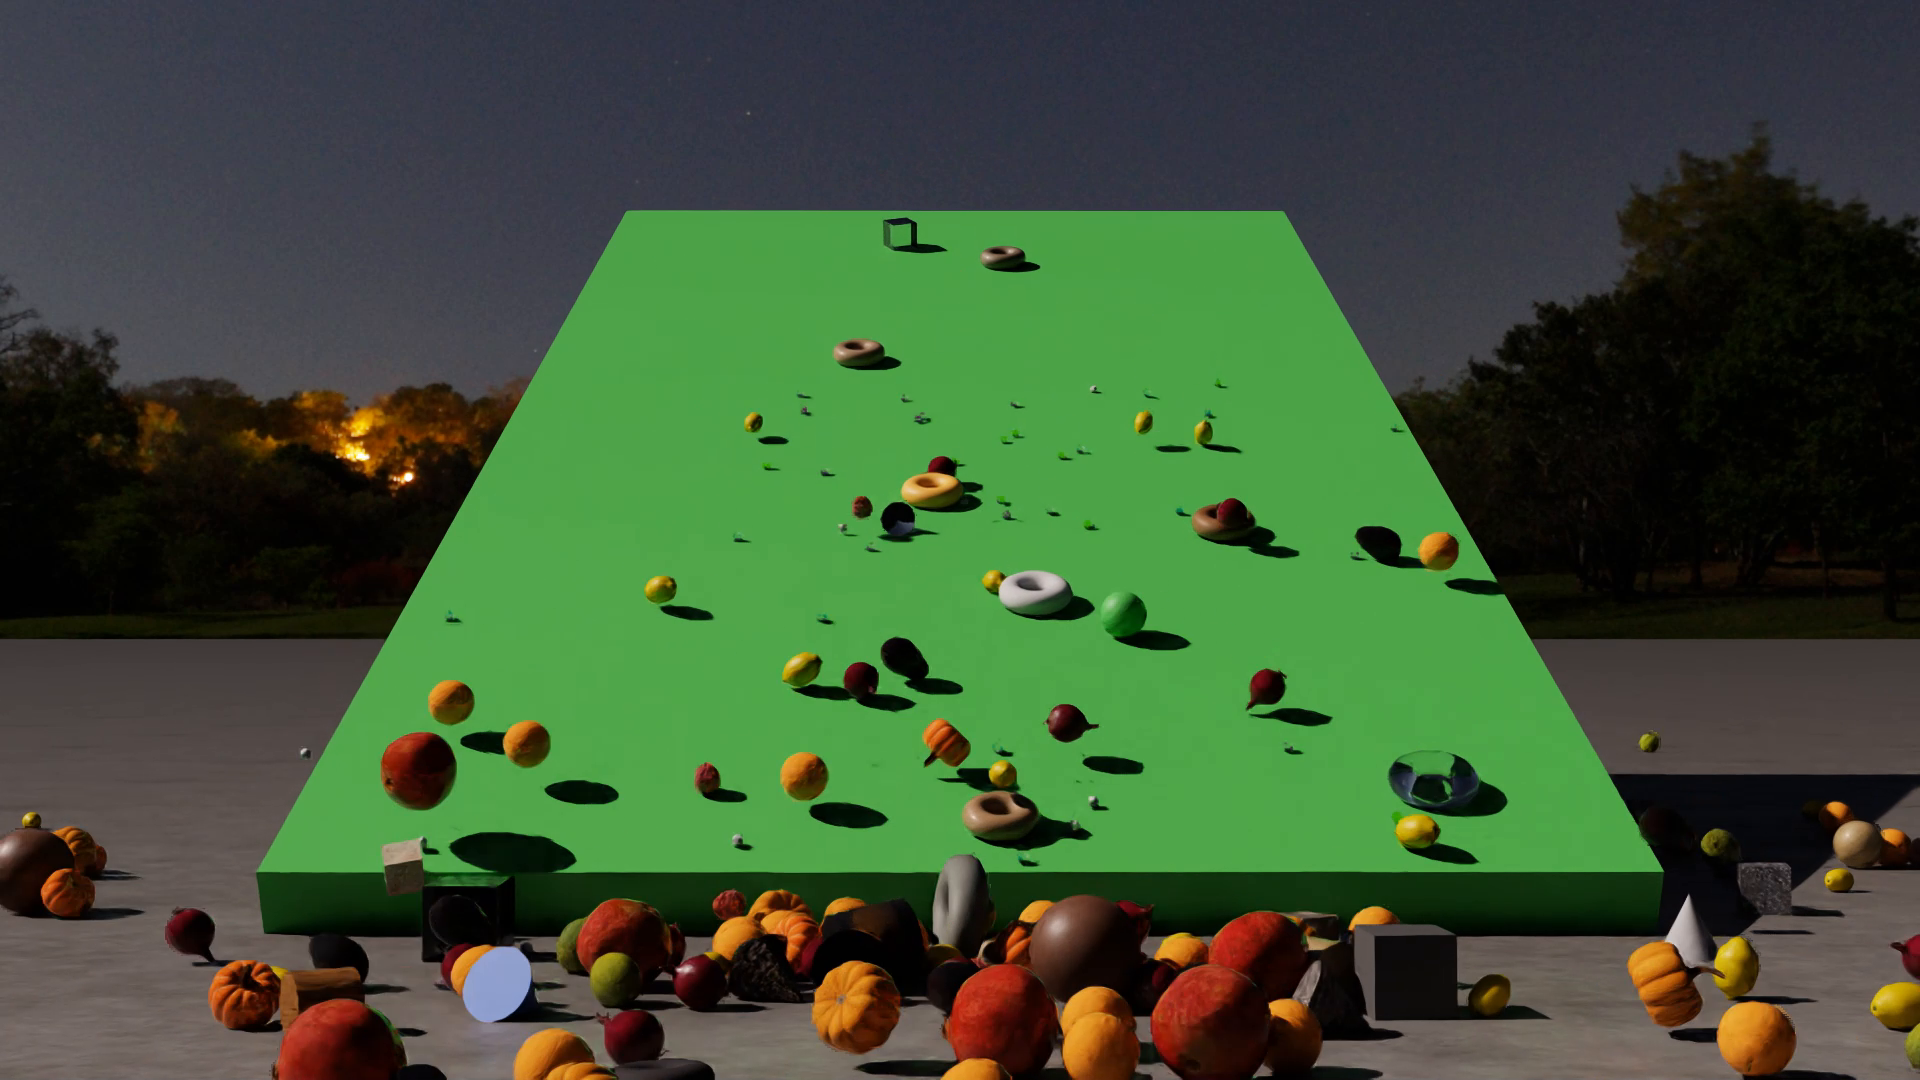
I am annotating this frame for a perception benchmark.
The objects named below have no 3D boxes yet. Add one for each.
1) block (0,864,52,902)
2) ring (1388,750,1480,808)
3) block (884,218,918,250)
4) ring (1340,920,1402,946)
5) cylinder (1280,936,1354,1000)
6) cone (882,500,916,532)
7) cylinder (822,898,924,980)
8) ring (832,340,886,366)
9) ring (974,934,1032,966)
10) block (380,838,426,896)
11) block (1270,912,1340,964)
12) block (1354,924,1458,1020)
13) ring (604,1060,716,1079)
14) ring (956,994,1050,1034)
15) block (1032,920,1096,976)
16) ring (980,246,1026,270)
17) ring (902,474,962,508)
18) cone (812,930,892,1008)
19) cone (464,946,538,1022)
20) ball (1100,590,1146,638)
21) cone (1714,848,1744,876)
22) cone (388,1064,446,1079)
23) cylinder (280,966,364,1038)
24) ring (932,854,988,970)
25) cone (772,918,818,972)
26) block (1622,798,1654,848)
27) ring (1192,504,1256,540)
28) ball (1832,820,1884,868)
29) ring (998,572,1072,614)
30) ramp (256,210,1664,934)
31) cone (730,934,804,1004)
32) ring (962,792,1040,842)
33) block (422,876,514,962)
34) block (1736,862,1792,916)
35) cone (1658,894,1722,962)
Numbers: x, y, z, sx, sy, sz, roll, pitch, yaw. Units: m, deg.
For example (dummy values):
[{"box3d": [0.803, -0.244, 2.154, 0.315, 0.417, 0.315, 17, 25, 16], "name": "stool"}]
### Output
[{"box3d": [-1.506, 0.554, 3.695, 0.055, 0.055, 0.055, -1, -2, 12], "name": "block"}, {"box3d": [0.717, 0.363, 3.471, 0.137, 0.046, 0.137, -1, 23, 0], "name": "ring"}, {"box3d": [-0.171, -0.875, 6.551, 0.073, 0.073, 0.073, -10, 24, -23], "name": "block"}, {"box3d": [0.561, 0.539, 3.109, 0.092, 0.031, 0.092, -10, 1, 0], "name": "ring"}, {"box3d": [0.425, 0.504, 2.686, 0.072, 0.072, 0.072, 1, -3, -25], "name": "cylinder"}, {"box3d": [-0.123, -0.038, 4.499, 0.066, 0.066, 0.066, 0, -14, -9], "name": "cone"}, {"box3d": [-0.105, 0.489, 2.771, 0.094, 0.094, 0.094, -10, 2, -23], "name": "cylinder"}, {"box3d": [-0.244, -0.451, 5.523, 0.128, 0.043, 0.128, -1, 23, 0], "name": "ring"}, {"box3d": [0.064, 0.536, 2.993, 0.098, 0.033, 0.098, -1, -2, 0], "name": "ring"}, {"box3d": [-0.782, 0.460, 3.216, 0.052, 0.052, 0.052, -9, 29, -16], "name": "block"}, {"box3d": [0.450, 0.521, 2.990, 0.063, 0.063, 0.063, 2, -3, -34], "name": "block"}, {"box3d": [0.505, 0.490, 2.601, 0.094, 0.094, 0.094, 0, -2, -4], "name": "block"}, {"box3d": [-0.277, 0.499, 2.104, 0.104, 0.035, 0.104, -2, -6, 0], "name": "ring"}, {"box3d": [0.047, 0.515, 2.494, 0.104, 0.035, 0.104, 0, -4, 0], "name": "ring"}, {"box3d": [0.133, 0.520, 2.929, 0.060, 0.060, 0.060, 1, -3, -30], "name": "block"}, {"box3d": [0.119, -0.783, 6.363, 0.130, 0.043, 0.130, -1, 23, 0], "name": "ring"}, {"box3d": [-0.057, -0.100, 4.639, 0.126, 0.042, 0.126, -1, 23, 0], "name": "ring"}, {"box3d": [-0.132, 0.519, 2.693, 0.094, 0.094, 0.094, 0, -29, -10], "name": "cone"}, {"box3d": [-0.501, 0.517, 2.595, 0.088, 0.088, 0.088, -1, -30, 25], "name": "cone"}, {"box3d": [0.285, 0.130, 4.006, 0.082, 0.082, 0.082, 0, -2, 0], "name": "ball"}, {"box3d": [1.352, 0.583, 4.058, 0.055, 0.055, 0.055, 1, -35, -21], "name": "cone"}, {"box3d": [-0.452, 0.494, 1.962, 0.072, 0.072, 0.072, -1, -30, 18], "name": "cone"}, {"box3d": [-0.685, 0.496, 2.459, 0.070, 0.070, 0.070, 1, -3, -32], "name": "cylinder"}, {"box3d": [-0.001, 0.470, 2.891, 0.049, 0.147, 0.147, 8, -4, -11], "name": "ring"}, {"box3d": [-0.196, 0.534, 2.942, 0.074, 0.074, 0.074, -2, -30, 44], "name": "cone"}, {"box3d": [1.335, 0.572, 4.630, 0.094, 0.094, 0.094, 1, -2, -17], "name": "block"}, {"box3d": [0.515, -0.034, 4.475, 0.127, 0.042, 0.127, 0, 22, 0], "name": "ring"}, {"box3d": [1.645, 0.557, 4.194, 0.088, 0.088, 0.088, 0, -2, 0], "name": "ball"}, {"box3d": [0.136, 0.096, 4.143, 0.134, 0.045, 0.134, 0, 23, 0], "name": "ring"}, {"box3d": [-0.006, -0.219, 5.131, 2.000, 0.100, 4.000, 0, 22, 0], "name": "ramp"}, {"box3d": [-0.211, 0.521, 2.686, 0.084, 0.084, 0.084, 30, 15, 32], "name": "cone"}, {"box3d": [0.061, 0.406, 3.369, 0.115, 0.038, 0.115, 1, 21, 0], "name": "ring"}, {"box3d": [-0.655, 0.504, 3.052, 0.099, 0.099, 0.099, 0, 0, 2], "name": "block"}, {"box3d": [1.241, 0.538, 3.537, 0.073, 0.073, 0.073, -1, -2, 14], "name": "block"}, {"box3d": [0.970, 0.513, 3.048, 0.084, 0.084, 0.084, 0, -2, 0], "name": "cone"}]
